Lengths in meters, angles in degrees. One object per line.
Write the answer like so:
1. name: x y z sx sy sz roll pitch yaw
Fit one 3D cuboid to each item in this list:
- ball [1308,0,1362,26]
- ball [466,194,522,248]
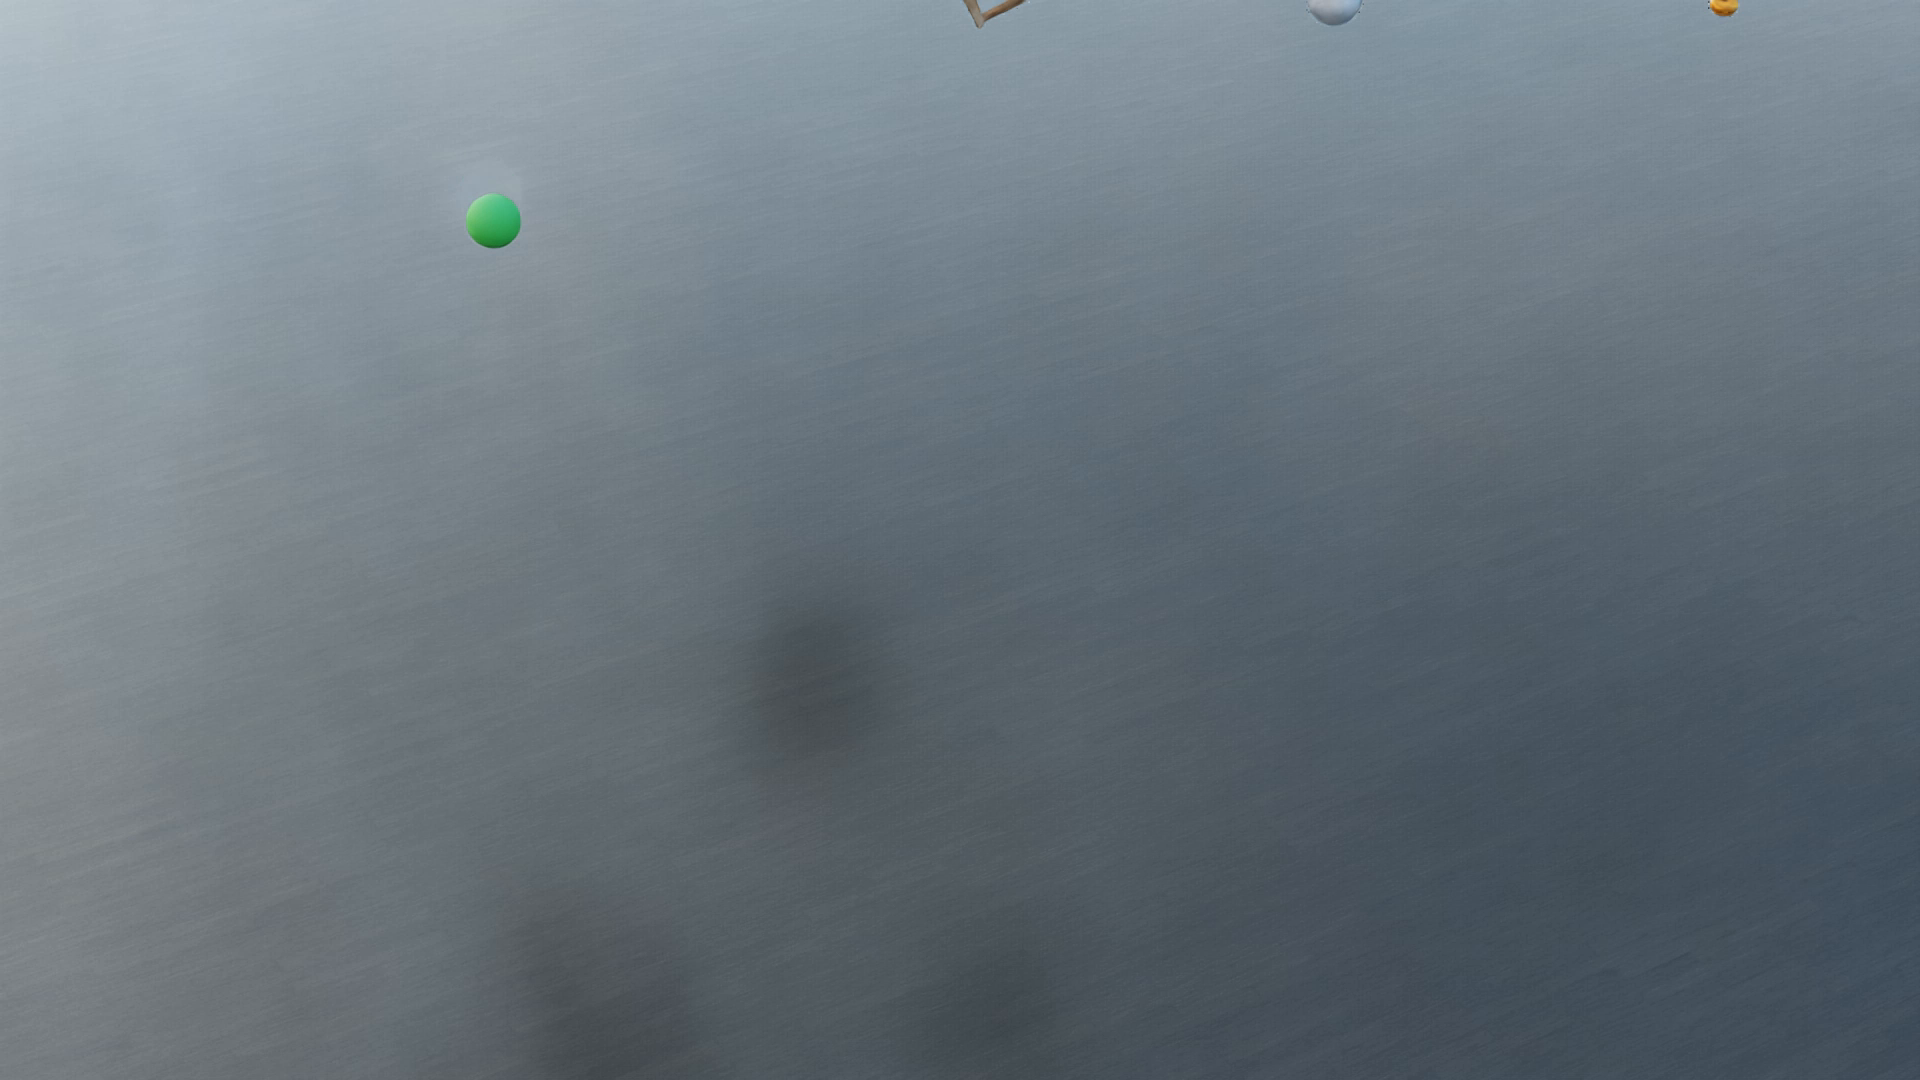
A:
1. ball: 1.228 -1.777 9.612 0.179 0.179 0.179 0 33 0
2. ball: -1.365 -0.934 8.584 0.160 0.160 0.160 0 33 0
